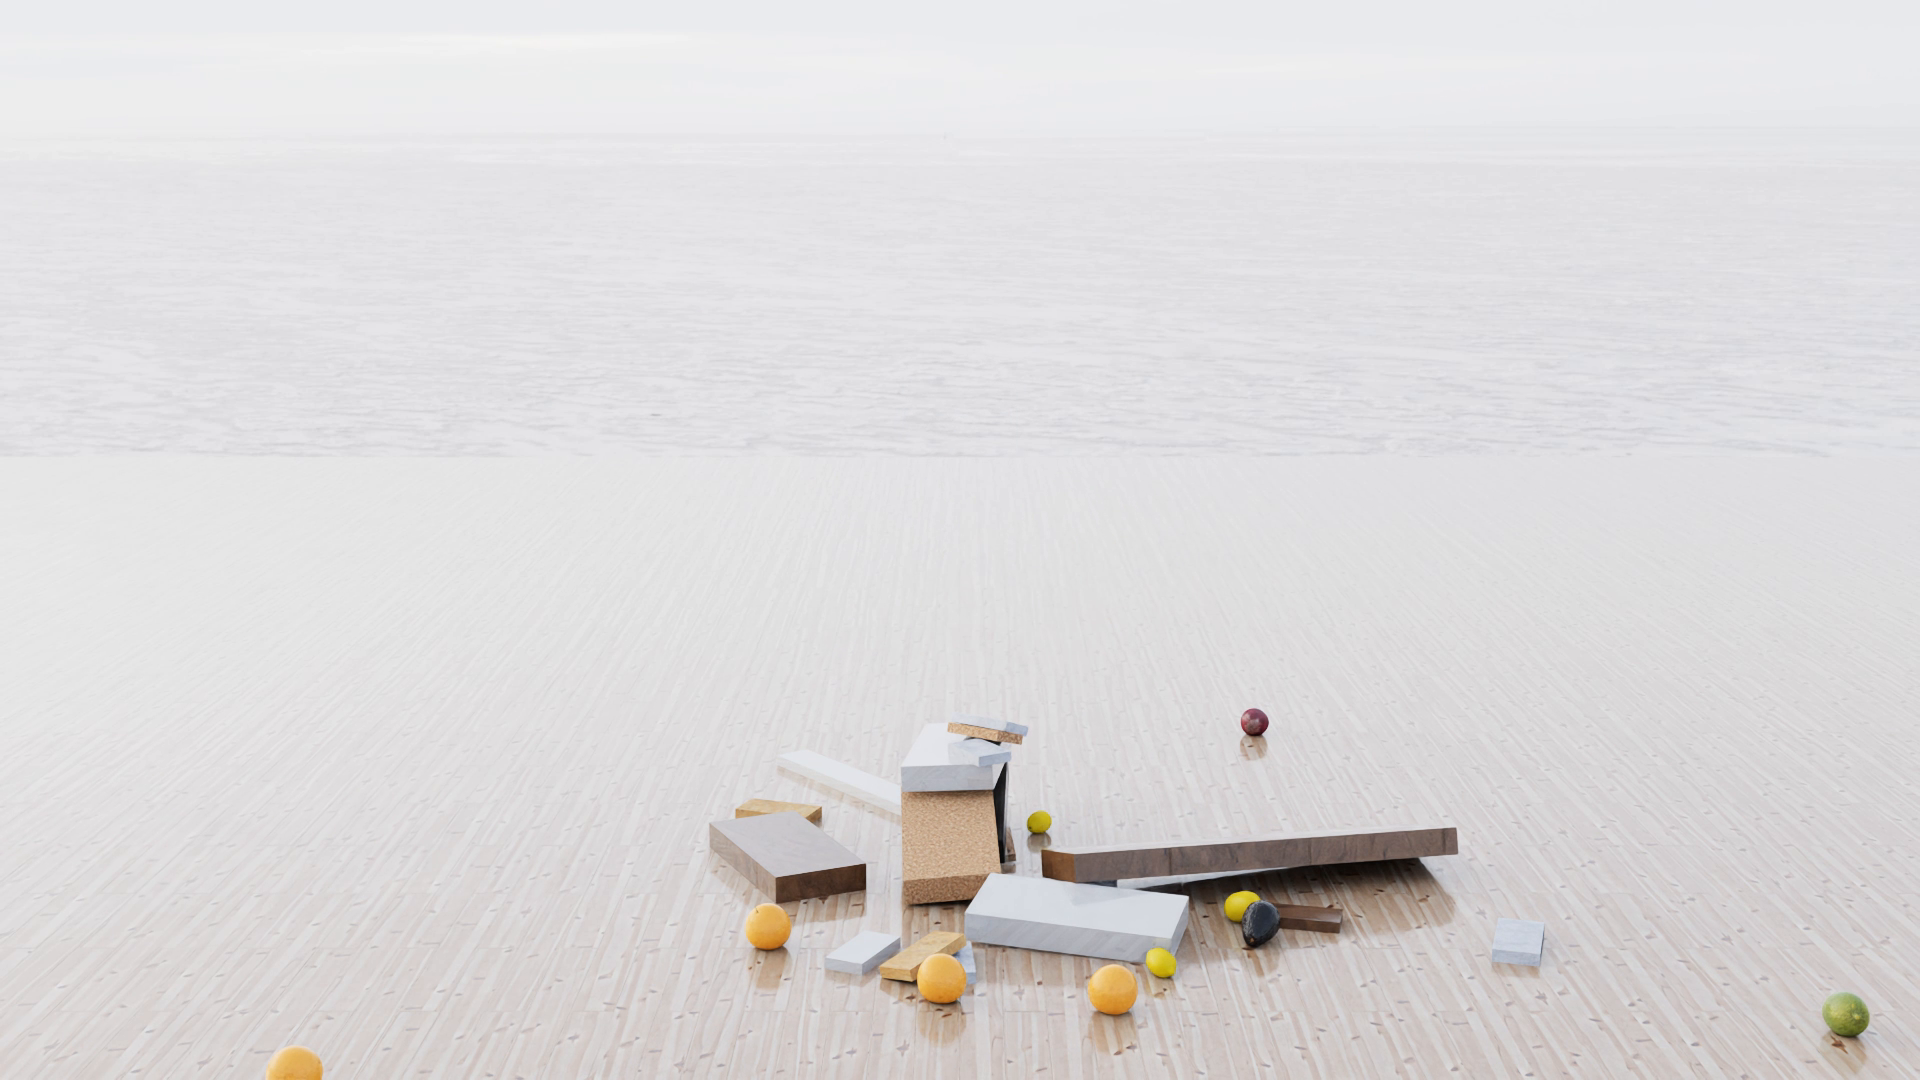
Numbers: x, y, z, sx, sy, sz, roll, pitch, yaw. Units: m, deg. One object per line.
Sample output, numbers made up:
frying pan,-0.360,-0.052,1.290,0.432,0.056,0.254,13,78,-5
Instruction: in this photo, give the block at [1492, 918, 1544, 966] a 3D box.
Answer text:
block,0.870,0.625,3.424,0.072,0.020,0.143,3,11,17

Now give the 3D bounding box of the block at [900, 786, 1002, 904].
block,-0.017,0.509,3.743,0.161,0.046,0.321,-5,22,0

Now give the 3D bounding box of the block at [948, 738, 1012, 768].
block,0.034,0.372,3.853,0.063,0.018,0.126,-7,9,-24

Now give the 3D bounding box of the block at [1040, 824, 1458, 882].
block,0.491,0.527,3.712,0.693,0.046,0.162,-1,-5,-17

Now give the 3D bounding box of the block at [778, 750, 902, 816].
block,-0.172,0.477,4.221,0.072,0.020,0.545,-8,13,-37

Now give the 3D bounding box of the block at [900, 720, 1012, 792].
block,-0.003,0.389,3.974,0.161,0.046,0.321,-3,8,8

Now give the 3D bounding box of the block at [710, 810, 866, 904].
block,-0.301,0.543,3.794,0.162,0.046,0.325,-5,12,-25

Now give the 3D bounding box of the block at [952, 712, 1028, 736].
block,0.055,0.336,4.010,0.129,0.018,0.064,6,-9,41

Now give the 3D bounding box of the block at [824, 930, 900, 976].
block,-0.149,0.634,3.382,0.064,0.018,0.128,5,12,25

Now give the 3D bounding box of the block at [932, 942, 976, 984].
block,-0.012,0.642,3.340,0.064,0.018,0.128,-1,11,-3

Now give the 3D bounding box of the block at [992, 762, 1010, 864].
block,0.003,0.479,3.934,0.161,0.046,0.321,-3,22,4

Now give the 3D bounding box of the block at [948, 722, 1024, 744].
block,0.045,0.347,3.950,0.064,0.018,0.129,14,-6,-43

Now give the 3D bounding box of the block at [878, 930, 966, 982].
block,-0.056,0.629,3.327,0.064,0.018,0.128,-3,15,43

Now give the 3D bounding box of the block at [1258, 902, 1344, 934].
block,0.547,0.606,3.531,0.129,0.018,0.064,3,11,14

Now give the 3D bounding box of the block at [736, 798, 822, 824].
block,-0.336,0.505,4.071,0.143,0.020,0.072,4,11,21

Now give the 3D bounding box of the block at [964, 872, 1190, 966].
block,0.185,0.595,3.460,0.325,0.046,0.162,5,15,15

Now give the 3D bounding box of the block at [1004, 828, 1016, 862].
block,0.069,0.536,3.862,0.049,0.014,0.098,-6,21,-2

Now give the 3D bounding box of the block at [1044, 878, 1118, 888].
block,0.194,0.577,3.692,0.126,0.018,0.063,-5,12,-26
